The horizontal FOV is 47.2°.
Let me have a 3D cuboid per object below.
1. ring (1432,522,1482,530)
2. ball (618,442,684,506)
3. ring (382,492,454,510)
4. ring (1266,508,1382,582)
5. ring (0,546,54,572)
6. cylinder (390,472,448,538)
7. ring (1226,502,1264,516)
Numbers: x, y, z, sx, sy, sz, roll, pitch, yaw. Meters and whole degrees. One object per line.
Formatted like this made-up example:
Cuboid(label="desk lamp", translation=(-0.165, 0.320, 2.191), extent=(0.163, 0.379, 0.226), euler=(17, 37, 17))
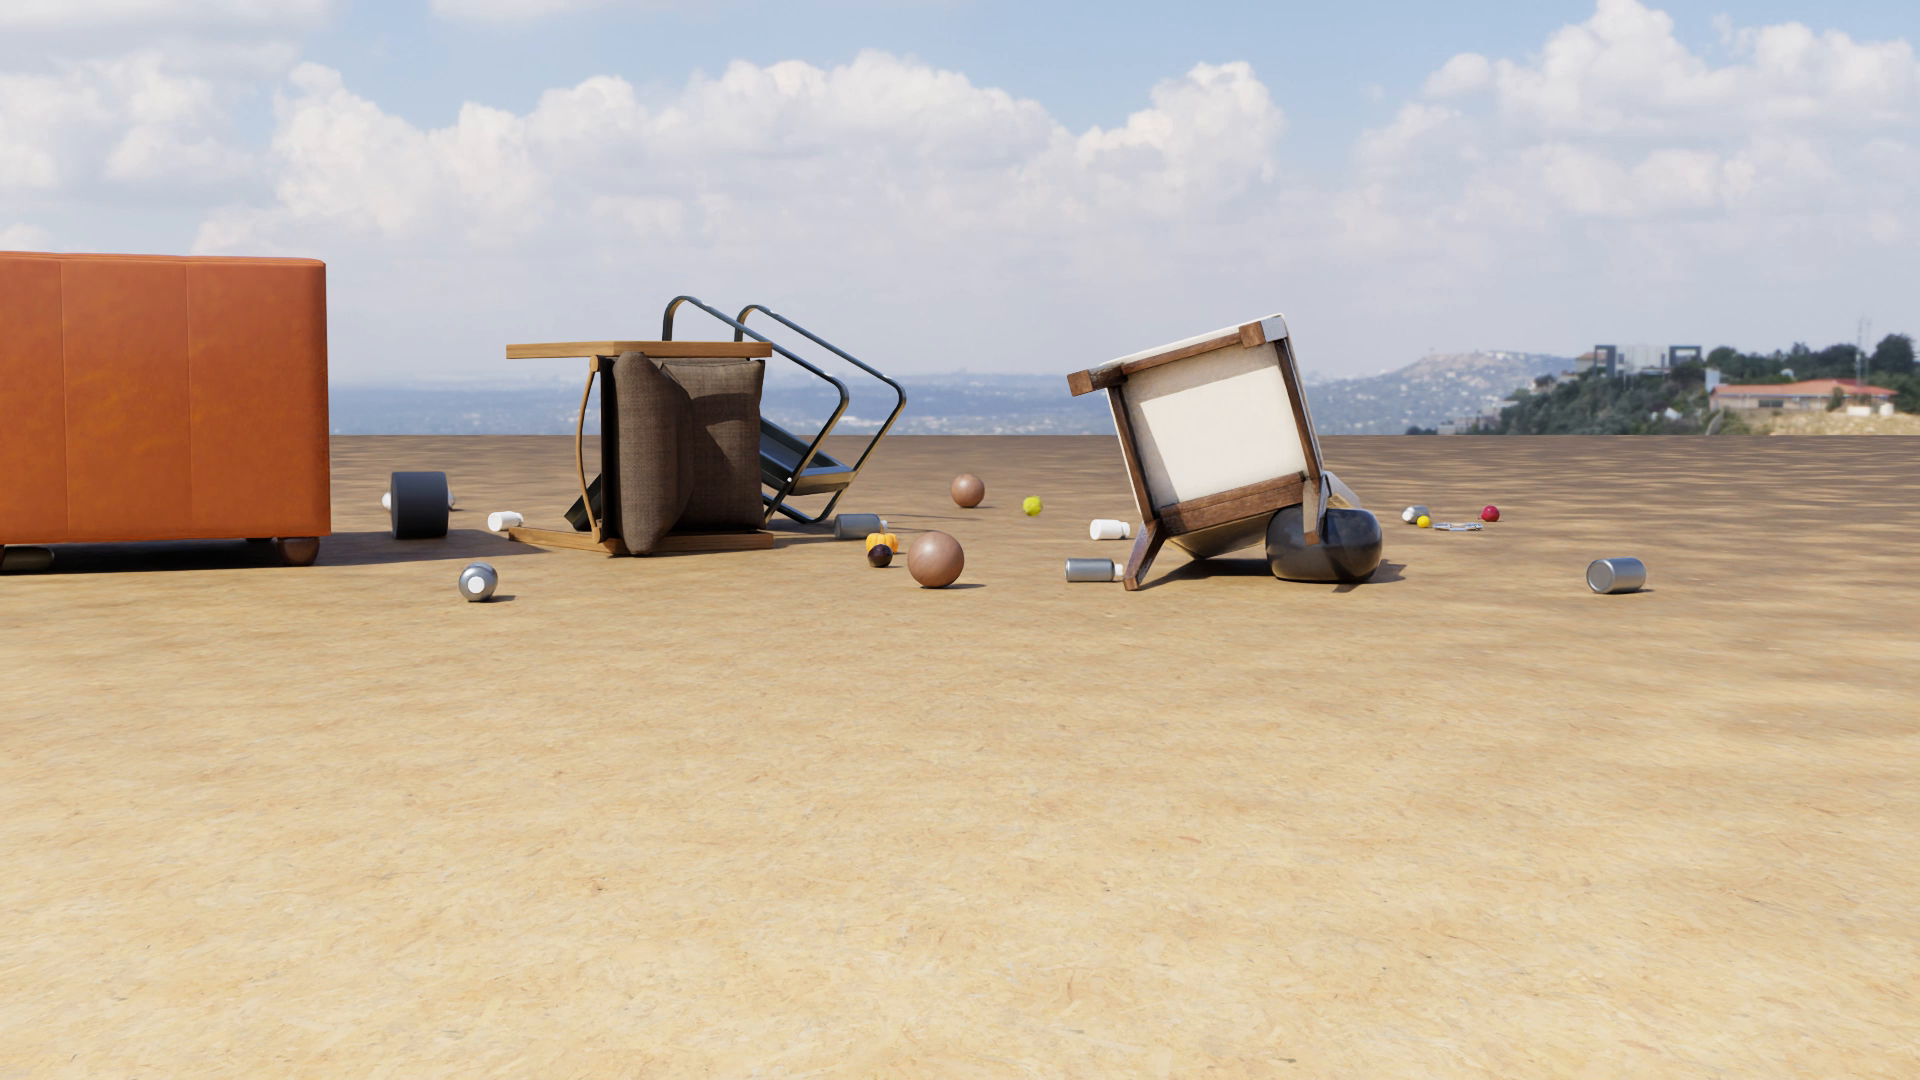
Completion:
Cuboid(label="ring", translation=(1.581, -0.042, 6.984), extent=(0.156, 0.024, 0.088), euler=(0, 3, 8))
Cuboid(label="ball", translation=(-1.183, -0.252, 8.397), extent=(0.249, 0.249, 0.249), euler=(0, 4, 0))
Cuboid(label="ring", translation=(-1.995, -0.144, 8.100), extent=(0.258, 0.077, 0.265), euler=(3, 6, 30))
Cuboid(label="ring", translation=(0.855, 0.010, 5.170), extent=(0.265, 0.169, 0.311), euler=(1, 1, -15))
Cuboid(label="ring", translation=(-2.347, 0.047, 5.470), extent=(0.176, 0.055, 0.171), euler=(-3, 4, -43))
Cuboid(label="cylinder", translation=(-1.638, -0.107, 6.661), extent=(0.149, 0.197, 0.205), euler=(-1, -4, -20))
Cuboid(label="ring", translation=(1.015, -0.111, 7.845), extent=(0.132, 0.044, 0.184), euler=(0, 3, -5))
